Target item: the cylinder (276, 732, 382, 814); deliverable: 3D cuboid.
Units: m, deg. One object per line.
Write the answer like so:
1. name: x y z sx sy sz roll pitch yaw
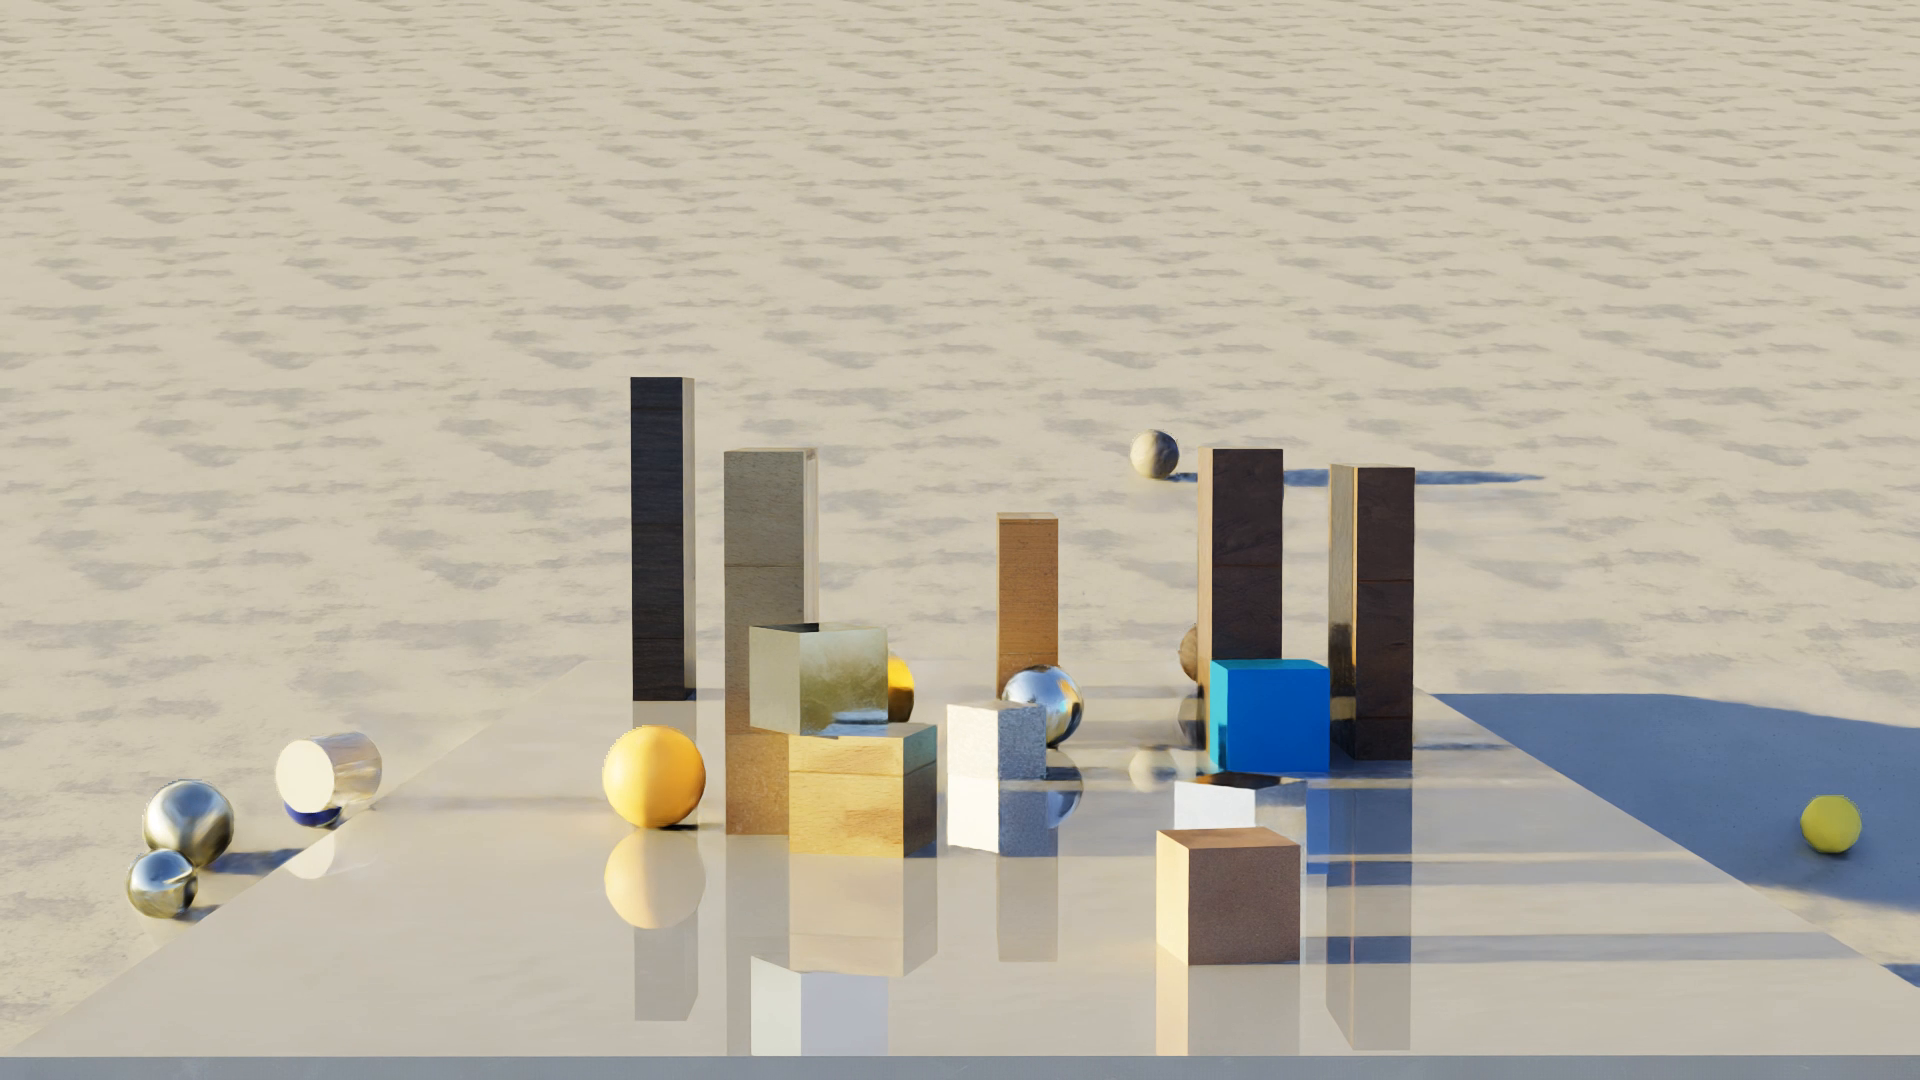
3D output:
1. cylinder: -1.016 0.374 4.146 0.118 0.118 0.118 11 8 26

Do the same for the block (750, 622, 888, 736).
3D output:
1. block: -0.208 0.201 3.762 0.147 0.147 0.147 -2 3 -33

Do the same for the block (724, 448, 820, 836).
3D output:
1. block: -0.292 0.145 4.044 0.118 0.574 0.424 0 3 0

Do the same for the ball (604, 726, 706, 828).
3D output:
1. ball: -0.464 0.361 3.913 0.155 0.155 0.155 0 22 0

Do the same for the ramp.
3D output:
1. ramp: 0.050 0.457 4.533 2.000 0.100 4.000 0 3 0

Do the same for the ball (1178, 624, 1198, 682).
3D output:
1. ball: 0.578 0.262 5.926 0.149 0.149 0.149 0 22 0

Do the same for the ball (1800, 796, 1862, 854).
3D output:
1. ball: 1.956 0.639 5.774 0.130 0.130 0.130 0 22 0

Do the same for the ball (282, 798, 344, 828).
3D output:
1. ball: -1.477 0.588 5.885 0.142 0.142 0.142 0 22 0

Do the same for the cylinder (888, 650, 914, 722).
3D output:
1. cylinder: -0.212 0.299 4.917 0.178 0.178 0.178 17 12 37

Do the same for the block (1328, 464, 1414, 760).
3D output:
1. block: 0.768 0.126 4.821 0.104 0.531 0.347 0 3 0

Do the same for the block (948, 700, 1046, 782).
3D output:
1. block: 0.064 0.348 4.486 0.122 0.122 0.122 -3 4 -45

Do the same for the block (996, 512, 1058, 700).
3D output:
1. block: 0.131 0.165 5.079 0.113 0.428 0.312 0 3 0

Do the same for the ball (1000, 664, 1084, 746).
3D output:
1. ball: 0.155 0.312 4.852 0.156 0.156 0.156 0 22 0

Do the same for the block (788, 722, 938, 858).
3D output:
1. block: -0.140 0.361 3.751 0.171 0.171 0.171 1 3 16

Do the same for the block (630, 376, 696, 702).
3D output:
1. block: -0.659 -0.008 5.732 0.114 0.707 0.258 0 3 0

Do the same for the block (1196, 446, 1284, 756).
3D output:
1. block: 0.522 0.109 4.819 0.128 0.565 0.279 0 3 0

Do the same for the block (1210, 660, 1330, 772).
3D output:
1. block: 0.552 0.313 4.596 0.181 0.181 0.181 0 3 -4

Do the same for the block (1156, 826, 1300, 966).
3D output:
1. block: 0.314 0.416 3.019 0.134 0.134 0.134 -1 3 -11

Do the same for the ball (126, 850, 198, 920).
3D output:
1. ball: -1.707 0.737 5.504 0.148 0.148 0.148 0 22 0

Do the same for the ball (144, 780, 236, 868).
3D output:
1. ball: -1.709 0.631 5.705 0.195 0.195 0.195 0 22 0

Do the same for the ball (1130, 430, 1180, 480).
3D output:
1. ball: 0.607 -0.265 8.007 0.151 0.151 0.151 0 22 0

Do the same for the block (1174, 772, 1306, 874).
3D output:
1. block: 0.385 0.393 3.520 0.129 0.129 0.129 2 4 40
